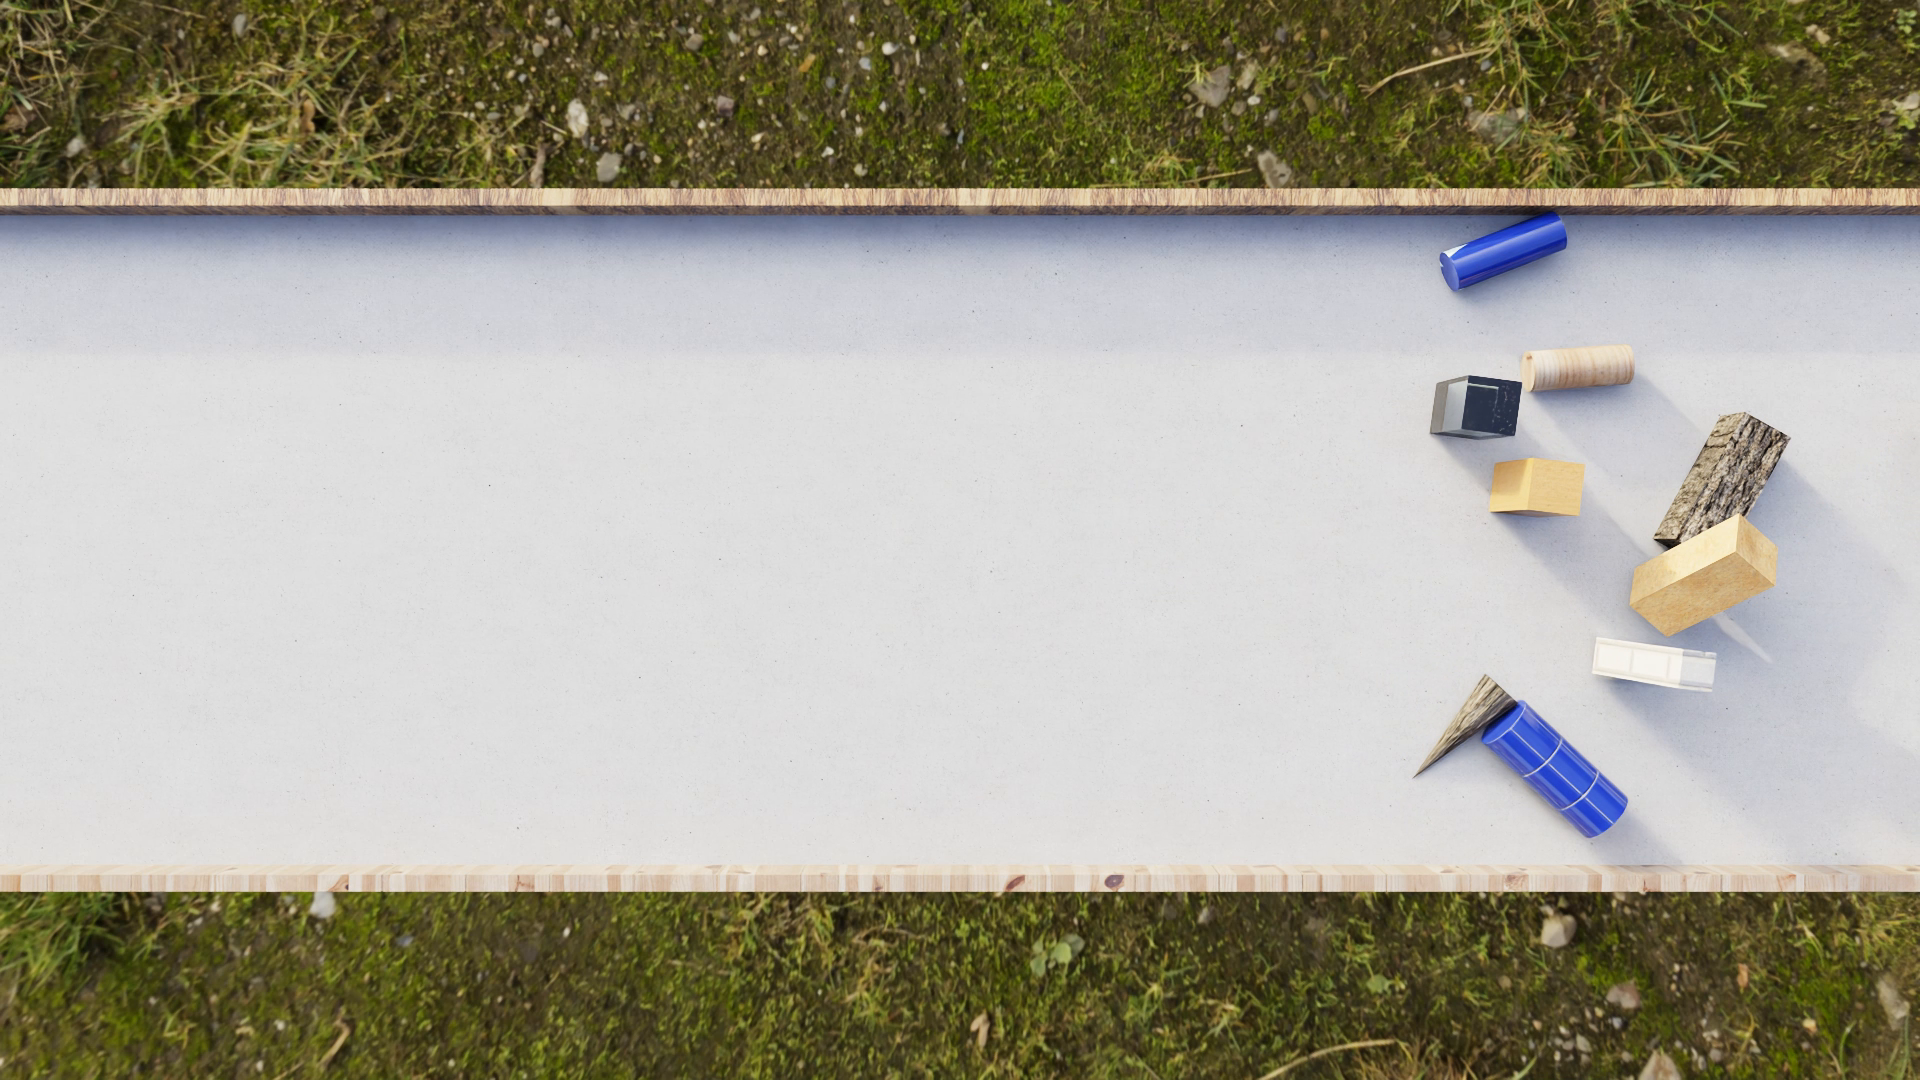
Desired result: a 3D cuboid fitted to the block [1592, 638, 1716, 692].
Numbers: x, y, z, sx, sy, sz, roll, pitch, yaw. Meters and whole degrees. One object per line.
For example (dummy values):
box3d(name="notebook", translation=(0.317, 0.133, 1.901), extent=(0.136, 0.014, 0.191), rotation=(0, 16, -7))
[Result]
box3d(name="block", translation=(2.043, 0.365, 4.869), extent=(0.111, 0.400, 0.111), rotation=(7, 90, -14))

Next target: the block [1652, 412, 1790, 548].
box3d(name="block", translation=(2.305, -0.155, 4.997), extent=(0.159, 0.159, 0.432), rotation=(29, 90, 0))

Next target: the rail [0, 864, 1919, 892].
box3d(name="rail", translation=(-2.247, 1.025, 5.001), extent=(12.000, 0.150, 0.050), rotation=(0, 90, 0))

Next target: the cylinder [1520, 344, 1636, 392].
box3d(name="cylinder", translation=(1.876, -0.524, 5.015), extent=(0.302, 0.123, 0.123), rotation=(-4, 90, 0))

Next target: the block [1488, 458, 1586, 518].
box3d(name="block", translation=(1.712, -0.153, 4.905), extent=(0.150, 0.343, 0.150), rotation=(7, 90, 0))

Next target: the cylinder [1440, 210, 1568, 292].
box3d(name="cylinder", translation=(1.650, -0.878, 5.013), extent=(0.350, 0.126, 0.126), rotation=(-21, 90, 0))

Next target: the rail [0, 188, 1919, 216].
box3d(name="rail", translation=(-2.247, -1.025, 5.002), extent=(12.000, 0.150, 0.050), rotation=(0, 90, 0))

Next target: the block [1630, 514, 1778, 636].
box3d(name="block", translation=(2.193, 0.108, 4.872), extent=(0.163, 0.371, 0.163), rotation=(38, 49, -10))

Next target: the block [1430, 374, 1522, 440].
box3d(name="block", translation=(1.532, -0.391, 4.912), extent=(0.157, 0.325, 0.157), rotation=(8, 91, 0))

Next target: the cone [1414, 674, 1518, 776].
box3d(name="cone", translation=(1.518, 0.593, 5.045), extent=(0.129, 0.129, 0.388), rotation=(42, 99, 0))

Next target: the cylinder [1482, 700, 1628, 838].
box3d(name="cylinder", translation=(1.797, 0.692, 4.988), extent=(0.420, 0.177, 0.177), rotation=(43, 90, 0))
